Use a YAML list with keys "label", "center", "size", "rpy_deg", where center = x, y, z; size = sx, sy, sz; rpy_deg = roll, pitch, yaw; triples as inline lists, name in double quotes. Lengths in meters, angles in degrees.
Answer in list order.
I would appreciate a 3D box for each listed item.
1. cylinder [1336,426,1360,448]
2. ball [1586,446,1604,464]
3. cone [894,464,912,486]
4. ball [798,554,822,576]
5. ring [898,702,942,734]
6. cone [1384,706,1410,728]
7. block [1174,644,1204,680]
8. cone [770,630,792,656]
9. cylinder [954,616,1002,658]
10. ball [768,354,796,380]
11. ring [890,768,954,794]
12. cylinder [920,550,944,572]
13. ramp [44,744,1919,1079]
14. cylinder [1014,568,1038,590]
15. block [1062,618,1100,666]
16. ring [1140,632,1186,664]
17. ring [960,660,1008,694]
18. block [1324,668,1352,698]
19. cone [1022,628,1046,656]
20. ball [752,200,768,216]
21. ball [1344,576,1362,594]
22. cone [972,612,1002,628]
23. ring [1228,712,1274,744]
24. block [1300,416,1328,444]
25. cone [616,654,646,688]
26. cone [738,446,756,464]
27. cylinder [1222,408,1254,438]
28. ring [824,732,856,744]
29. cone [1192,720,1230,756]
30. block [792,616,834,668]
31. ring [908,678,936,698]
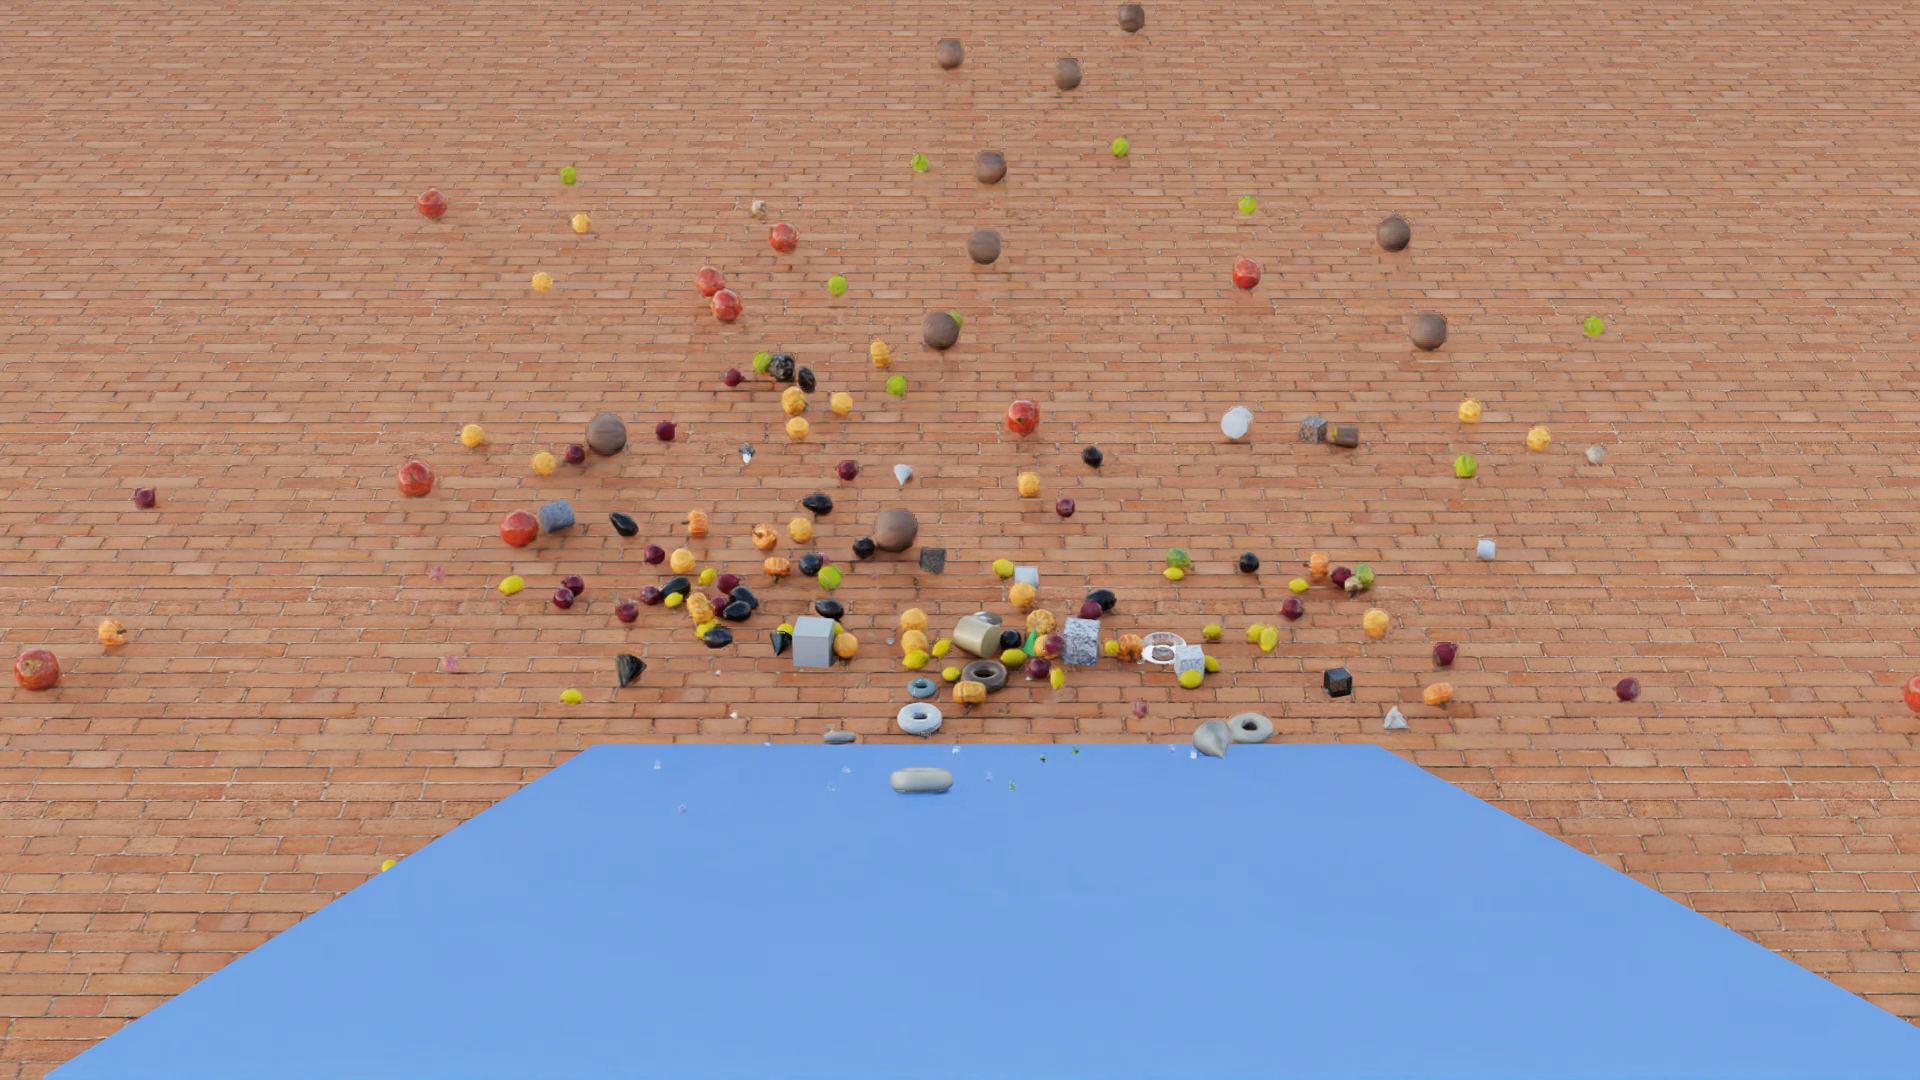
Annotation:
- label: "cylinder"
  center: [1.239, -0.328, 8.272]
  size: [0.067, 0.067, 0.067]
  rpy_deg: [7, 30, 13]
- label: "ball"
  center: [2.011, -0.270, 8.182]
  size: [0.056, 0.056, 0.056]
  rpy_deg: [0, 29, 0]
- label: "cone"
  center: [-0.181, -0.194, 8.076]
  size: [0.059, 0.059, 0.059]
  rpy_deg: [5, 56, 8]
- label: "ball"
  center: [-0.439, 0.072, 7.557]
  size: [0.066, 0.066, 0.066]
  rpy_deg: [0, 29, 0]
- label: "ring"
  center: [-0.107, 0.474, 6.861]
  size: [0.121, 0.040, 0.121]
  rpy_deg: [0, 31, 0]
- label: "cone"
  center: [1.167, 0.484, 6.855]
  size: [0.063, 0.063, 0.063]
  rpy_deg: [27, 30, -6]
- label: "block"
  center: [0.628, 0.336, 7.079]
  size: [0.069, 0.069, 0.069]
  rpy_deg: [-3, 29, -6]
- label: "cone"
  center: [-0.503, 0.297, 7.190]
  size: [0.065, 0.065, 0.065]
  rpy_deg: [4, 56, 7]
- label: "cylinder"
  center: [0.048, 0.269, 7.172]
  size: [0.095, 0.095, 0.095]
  rpy_deg: [20, 35, 32]
- label: "ball"
  center: [-0.600, -0.583, 8.709]
  size: [0.089, 0.089, 0.089]
  rpy_deg: [0, 29, 0]
- label: "ring"
  center: [-0.081, 0.508, 5.464]
  size: [0.136, 0.045, 0.136]
  rpy_deg: [0, 1, 0]
- label: "cylinder"
  center: [-0.081, 0.061, 7.580]
  size: [0.063, 0.063, 0.063]
  rpy_deg: [6, 30, 10]
- label: "ramp"
  center: [0.065, 0.584, 4.633]
  size: [2.000, 0.100, 4.000]
  rpy_deg: [0, 0, 0]
- label: "cylinder"
  center: [0.190, 0.113, 7.483]
  size: [0.066, 0.066, 0.066]
  rpy_deg: [0, 29, -1]
- label: "block"
  center: [0.336, 0.282, 7.152]
  size: [0.093, 0.093, 0.093]
  rpy_deg: [5, 29, 8]
- label: "ring"
  center: [0.563, 0.299, 7.172]
  size: [0.132, 0.044, 0.132]
  rpy_deg: [-1, 29, 1]
- label: "ring"
  center: [0.066, 0.372, 7.039]
  size: [0.134, 0.045, 0.134]
  rpy_deg: [-1, 30, 0]
- label: "block"
  center: [1.023, 0.386, 7.003]
  size: [0.055, 0.055, 0.055]
  rpy_deg: [-10, 30, -17]
- label: "cone"
  center: [0.206, 0.274, 7.189]
  size: [0.070, 0.070, 0.070]
  rpy_deg: [0, 29, 0]
- label: "ball"
  center: [-0.775, -1.283, 9.997]
  size: [0.063, 0.063, 0.063]
  rpy_deg: [0, 29, 0]
- label: "ball"
  center: [1.135, 0.132, 7.464]
  size: [0.051, 0.051, 0.051]
  rpy_deg: [0, 29, 0]
- label: "cone"
  center: [0.072, 0.263, 7.238]
  size: [0.092, 0.092, 0.092]
  rpy_deg: [1, 56, 2]
- label: "ring"
  center: [0.766, 0.498, 6.816]
  size: [0.122, 0.041, 0.122]
  rpy_deg: [-2, 31, 1]
- label: "block"
  center: [1.138, -0.354, 8.325]
  size: [0.064, 0.064, 0.064]
  rpy_deg: [20, 35, 32]
- label: "cone"
  center: [-0.911, 0.370, 7.049]
  size: [0.086, 0.086, 0.086]
  rpy_deg: [9, 57, 15]
- label: "cone"
  center: [-0.676, -0.260, 8.197]
  size: [0.052, 0.052, 0.052]
  rpy_deg: [-1, 56, -2]
- label: "cylinder"
  center: [0.893, -0.378, 8.323]
  size: [0.087, 0.087, 0.087]
  rpy_deg: [9, 15, 17]
- label: "ring"
  center: [-0.310, 0.512, 6.692]
  size: [0.084, 0.028, 0.084]
  rpy_deg: [-1, -2, 0]
- label: "cone"
  center: [0.625, 0.503, 6.268]
  size: [0.098, 0.098, 0.098]
  rpy_deg: [-7, 25, -12]
- label: "block"
  center: [-0.404, 0.283, 7.143]
  size: [0.100, 0.100, 0.100]
  rpy_deg: [3, 29, 6]
- label: "ring"
  center: [-0.103, 0.401, 7.005]
  size: [0.079, 0.026, 0.079]
  rpy_deg: [-1, 30, 1]
